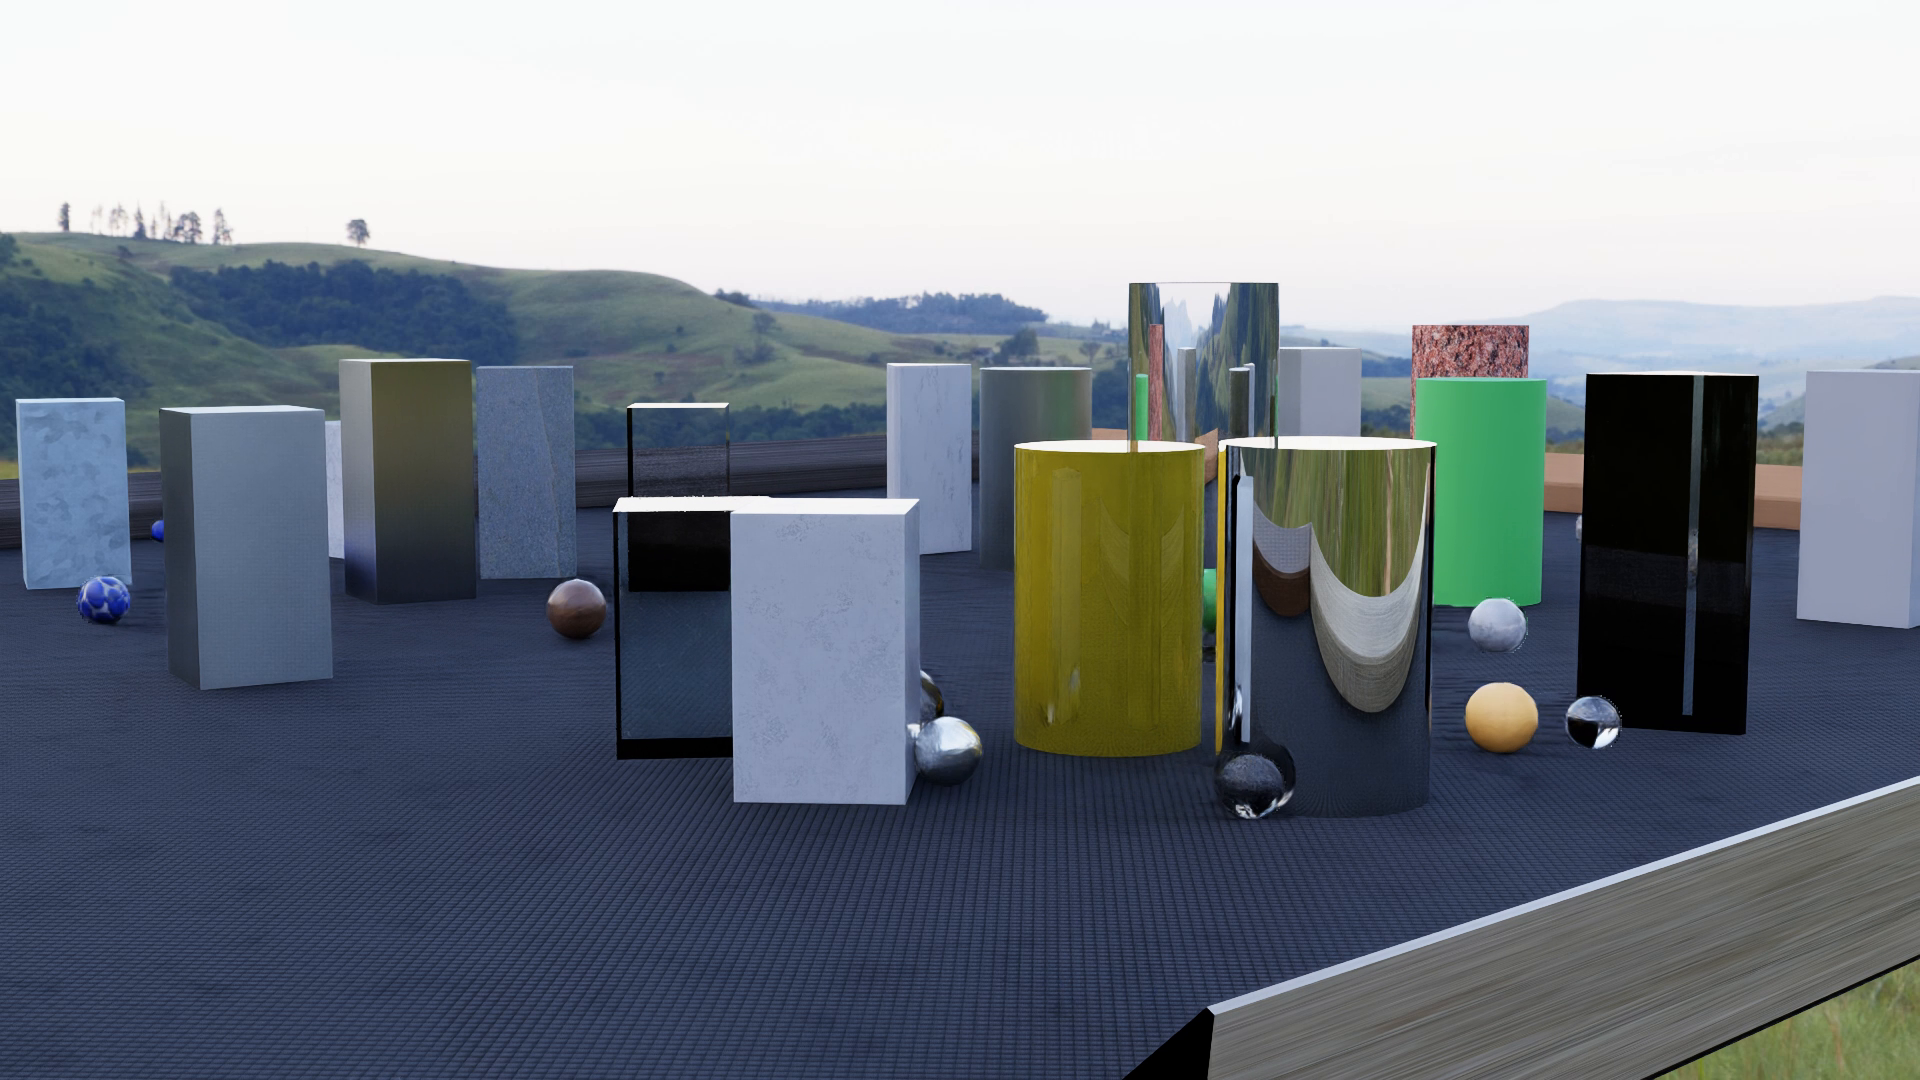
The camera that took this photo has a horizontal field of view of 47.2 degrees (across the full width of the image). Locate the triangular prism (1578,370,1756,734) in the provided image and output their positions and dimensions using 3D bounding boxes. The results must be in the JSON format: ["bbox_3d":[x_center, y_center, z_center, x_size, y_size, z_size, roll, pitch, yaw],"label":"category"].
[{"bbox_3d":[0.771,0.007,2.390,0.169,0.377,0.147,2,6,21],"label":"triangular prism"}]

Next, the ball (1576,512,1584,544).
[{"bbox_3d":[1.178,-0.019,4.058,0.082,0.082,0.082,0,6,0],"label":"ball"}]

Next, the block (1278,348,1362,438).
[{"bbox_3d":[0.662,-0.185,4.254,0.156,0.371,0.156,-4,7,-34],"label":"block"}]

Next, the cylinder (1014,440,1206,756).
[{"bbox_3d":[0.154,0.055,2.278,0.195,0.305,0.195,0,6,0],"label":"cylinder"}]

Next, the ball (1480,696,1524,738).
[{"bbox_3d":[0.545,0.179,2.213,0.042,0.042,0.042,0,6,0],"label":"ball"}]

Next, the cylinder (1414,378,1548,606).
[{"bbox_3d":[0.797,-0.078,3.382,0.195,0.339,0.195,0,6,0],"label":"cylinder"}]

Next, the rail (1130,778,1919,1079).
[{"bbox_3d":[1.203,0.169,2.036,4.043,0.127,0.045,-5,8,-42],"label":"rail"}]

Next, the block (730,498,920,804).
[{"bbox_3d":[-0.122,0.099,2.053,0.156,0.263,0.156,0,6,4],"label":"block"}]

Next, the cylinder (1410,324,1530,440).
[{"bbox_3d":[0.875,-0.160,3.791,0.195,0.418,0.195,0,6,0],"label":"cylinder"}]

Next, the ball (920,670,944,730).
[{"bbox_3d":[-0.063,0.170,2.184,0.096,0.096,0.096,0,6,0],"label":"ball"}]

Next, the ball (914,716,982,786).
[{"bbox_3d":[-0.011,0.198,2.067,0.064,0.064,0.064,0,6,0],"label":"ball"}]

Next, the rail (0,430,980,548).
[{"bbox_3d":[-1.203,-0.103,4.628,4.043,0.127,0.045,-5,8,-42],"label":"rail"}]

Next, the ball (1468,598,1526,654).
[{"bbox_3d":[0.698,0.111,2.858,0.072,0.072,0.072,0,6,0],"label":"ball"}]

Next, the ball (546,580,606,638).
[{"bbox_3d":[-0.521,0.094,2.984,0.081,0.081,0.081,0,6,0],"label":"ball"}]

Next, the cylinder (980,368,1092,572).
[{"bbox_3d":[0.131,-0.126,3.819,0.195,0.343,0.195,0,6,0],"label":"cylinder"}]

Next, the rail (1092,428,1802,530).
[{"bbox_3d":[1.468,-0.108,4.679,0.045,0.127,3.594,-5,8,-42],"label":"rail"}]

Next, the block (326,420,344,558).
[{"bbox_3d":[-1.102,-0.096,4.038,0.156,0.239,0.156,5,8,42],"label":"block"}]

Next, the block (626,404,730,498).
[{"bbox_3d":[-0.458,-0.076,3.601,0.156,0.289,0.156,0,6,-4],"label":"block"}]

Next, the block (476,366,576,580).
[{"bbox_3d":[-0.731,-0.118,3.716,0.156,0.348,0.156,-1,6,-9],"label":"block"}]

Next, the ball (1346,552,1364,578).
[{"bbox_3d":[0.667,0.041,3.666,0.044,0.044,0.044,0,6,0],"label":"ball"}]

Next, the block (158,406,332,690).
[{"bbox_3d":[-0.869,0.004,2.674,0.156,0.325,0.156,-4,7,-32],"label":"block"}]

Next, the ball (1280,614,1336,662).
[{"bbox_3d":[0.446,0.130,2.820,0.072,0.072,0.072,0,6,0],"label":"ball"}]

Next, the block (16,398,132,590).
[{"bbox_3d":[-1.451,-0.080,3.599,0.156,0.298,0.156,-3,7,-25],"label":"block"}]

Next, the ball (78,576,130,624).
[{"bbox_3d":[-1.215,0.085,3.123,0.069,0.069,0.069,0,6,0],"label":"ball"}]

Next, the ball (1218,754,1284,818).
[{"bbox_3d":[0.255,0.216,1.930,0.057,0.057,0.057,0,6,0],"label":"ball"}]

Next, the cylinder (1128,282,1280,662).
[{"bbox_3d":[0.315,-0.093,2.861,0.195,0.479,0.195,0,6,0],"label":"cylinder"}]

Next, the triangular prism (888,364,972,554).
[{"bbox_3d":[-0.090,-0.153,4.077,0.169,0.344,0.147,-4,7,-37],"label":"triangular prism"}]

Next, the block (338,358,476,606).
[{"bbox_3d":[-0.857,-0.095,3.410,0.156,0.367,0.156,-4,7,-33],"label":"block"}]

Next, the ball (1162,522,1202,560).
[{"bbox_3d":[0.393,0.003,3.892,0.072,0.072,0.072,0,6,0],"label":"ball"}]

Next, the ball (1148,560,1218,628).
[{"bbox_3d":[0.313,0.076,3.082,0.096,0.096,0.096,0,6,0],"label":"ball"}]

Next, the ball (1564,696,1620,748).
[{"bbox_3d":[0.643,0.186,2.237,0.054,0.054,0.054,0,6,0],"label":"ball"}]

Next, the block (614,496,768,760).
[{"bbox_3d":[-0.271,0.086,2.256,0.156,0.248,0.156,-1,6,-6],"label":"block"}]

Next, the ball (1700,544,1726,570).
[{"bbox_3d":[1.296,0.029,3.782,0.044,0.044,0.044,0,6,0],"label":"ball"}]

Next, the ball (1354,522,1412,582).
[{"bbox_3d":[0.694,0.021,3.598,0.098,0.098,0.098,0,6,0],"label":"ball"}]

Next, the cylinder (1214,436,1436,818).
[{"bbox_3d":[0.333,0.073,2.014,0.195,0.324,0.195,0,6,0],"label":"cylinder"}]

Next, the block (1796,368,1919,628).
[{"bbox_3d":[1.321,-0.065,3.171,0.156,0.357,0.156,5,8,41],"label":"block"}]

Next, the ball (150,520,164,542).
[{"bbox_3d":[-1.526,-0.017,4.212,0.045,0.045,0.045,0,6,0],"label":"ball"}]
